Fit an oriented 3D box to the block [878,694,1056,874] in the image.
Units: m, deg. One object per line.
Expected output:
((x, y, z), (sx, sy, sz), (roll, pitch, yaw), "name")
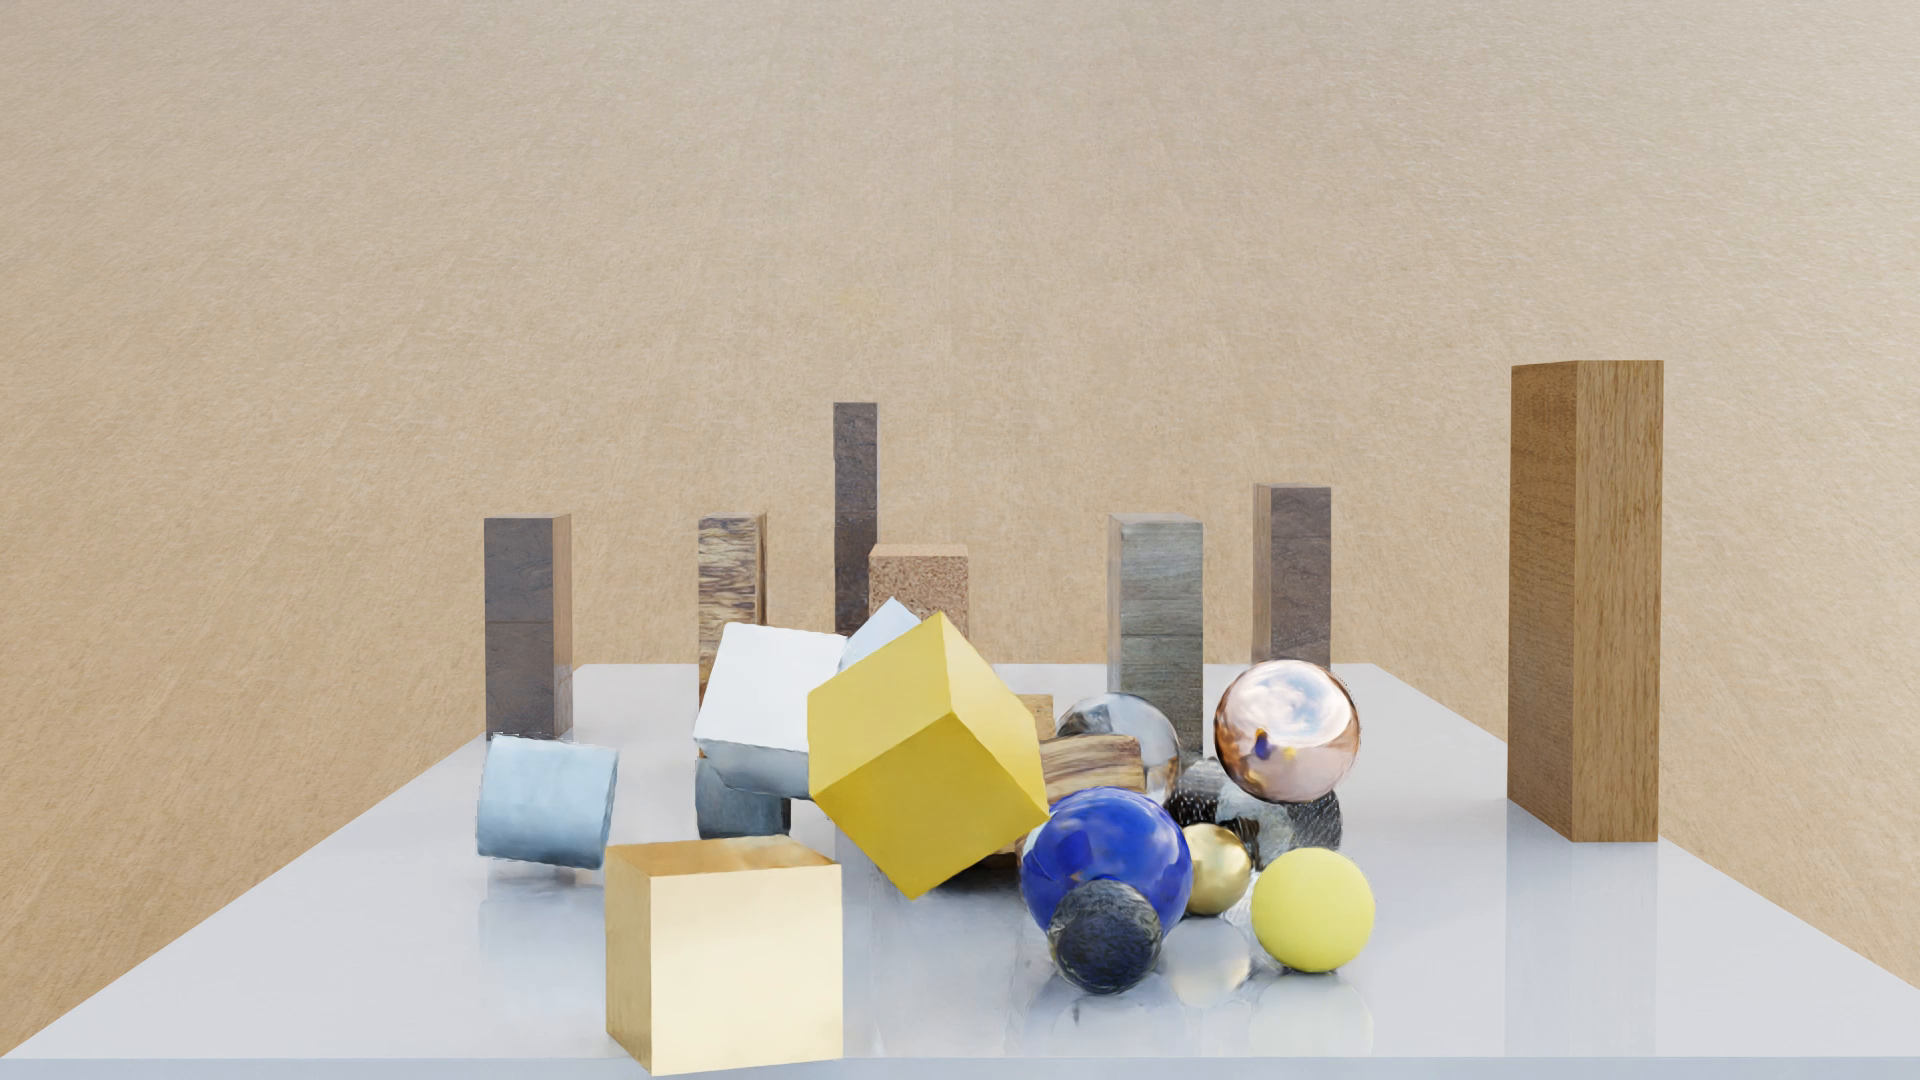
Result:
((0.006, 0.333, 3.496), (0.210, 0.210, 0.210), (-1, -13, -13), "block")

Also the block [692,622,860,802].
((-0.238, 0.239, 3.536), (0.175, 0.175, 0.175), (6, 62, 17), "block")

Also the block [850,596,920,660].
((-0.100, 0.203, 3.729), (0.146, 0.146, 0.146), (41, 69, 9), "block")

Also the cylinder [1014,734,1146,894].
((0.155, 0.356, 3.302), (0.177, 0.177, 0.177), (-6, -17, -2), "cylinder")

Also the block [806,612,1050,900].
((-0.037, 0.232, 2.776), (0.181, 0.181, 0.181), (-32, 30, 15), "block")

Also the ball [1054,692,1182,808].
((0.236, 0.337, 3.944), (0.207, 0.207, 0.207), (0, 22, 0), "ball")

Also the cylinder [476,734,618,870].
((-0.562, 0.359, 3.511), (0.165, 0.165, 0.165), (8, 22, -3), "cylinder")

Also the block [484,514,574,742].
((-0.853, 0.168, 5.098), (0.133, 0.432, 0.244), (0, 3, 0), "block")

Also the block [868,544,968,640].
((-0.062, 0.226, 4.010), (0.149, 0.422, 0.340), (0, 3, 0), "block")

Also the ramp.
((0.051, 0.462, 4.533), (2.000, 0.100, 4.000), (0, 3, 0), "ramp")

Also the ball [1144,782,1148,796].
((0.181, 0.365, 3.638), (0.168, 0.168, 0.168), (0, 22, 0), "ball")

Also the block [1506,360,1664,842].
((0.968, 0.081, 4.008), (0.127, 0.711, 0.447), (0, 3, 0), "block")

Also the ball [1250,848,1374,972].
((0.400, 0.420, 2.920), (0.141, 0.141, 0.141), (0, 22, 0), "ball")

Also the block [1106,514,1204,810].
((0.322, 0.192, 4.306), (0.129, 0.460, 0.394), (0, 3, 0), "block")

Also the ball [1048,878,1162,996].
((0.158, 0.433, 2.807), (0.126, 0.126, 0.126), (0, 22, 0), "ball")

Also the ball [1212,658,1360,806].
((0.417, 0.245, 3.283), (0.187, 0.187, 0.187), (0, 22, 0), "ball")

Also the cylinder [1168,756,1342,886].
((0.396, 0.382, 3.461), (0.164, 0.164, 0.164), (-19, 14, -39), "cylinder")

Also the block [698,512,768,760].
((-0.398, 0.183, 4.544), (0.098, 0.456, 0.284), (0, 3, 0), "block")

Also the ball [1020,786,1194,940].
((0.170, 0.387, 2.987), (0.201, 0.201, 0.201), (0, 22, 0), "ball")

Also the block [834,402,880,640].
((-0.224, 0.027, 5.663), (0.092, 0.657, 0.271), (0, 3, 0), "block")

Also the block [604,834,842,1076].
((-0.240, 0.411, 2.581), (0.192, 0.192, 0.192), (-1, 3, -21), "block")

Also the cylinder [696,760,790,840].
((-0.318, 0.380, 3.775), (0.124, 0.124, 0.124), (-3, 22, 2), "cylinder")

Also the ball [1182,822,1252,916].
((0.309, 0.416, 3.247), (0.117, 0.117, 0.117), (0, 22, 0), "ball")

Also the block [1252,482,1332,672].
((0.511, 0.176, 3.981), (0.090, 0.523, 0.245), (0, 3, 0), "block")
